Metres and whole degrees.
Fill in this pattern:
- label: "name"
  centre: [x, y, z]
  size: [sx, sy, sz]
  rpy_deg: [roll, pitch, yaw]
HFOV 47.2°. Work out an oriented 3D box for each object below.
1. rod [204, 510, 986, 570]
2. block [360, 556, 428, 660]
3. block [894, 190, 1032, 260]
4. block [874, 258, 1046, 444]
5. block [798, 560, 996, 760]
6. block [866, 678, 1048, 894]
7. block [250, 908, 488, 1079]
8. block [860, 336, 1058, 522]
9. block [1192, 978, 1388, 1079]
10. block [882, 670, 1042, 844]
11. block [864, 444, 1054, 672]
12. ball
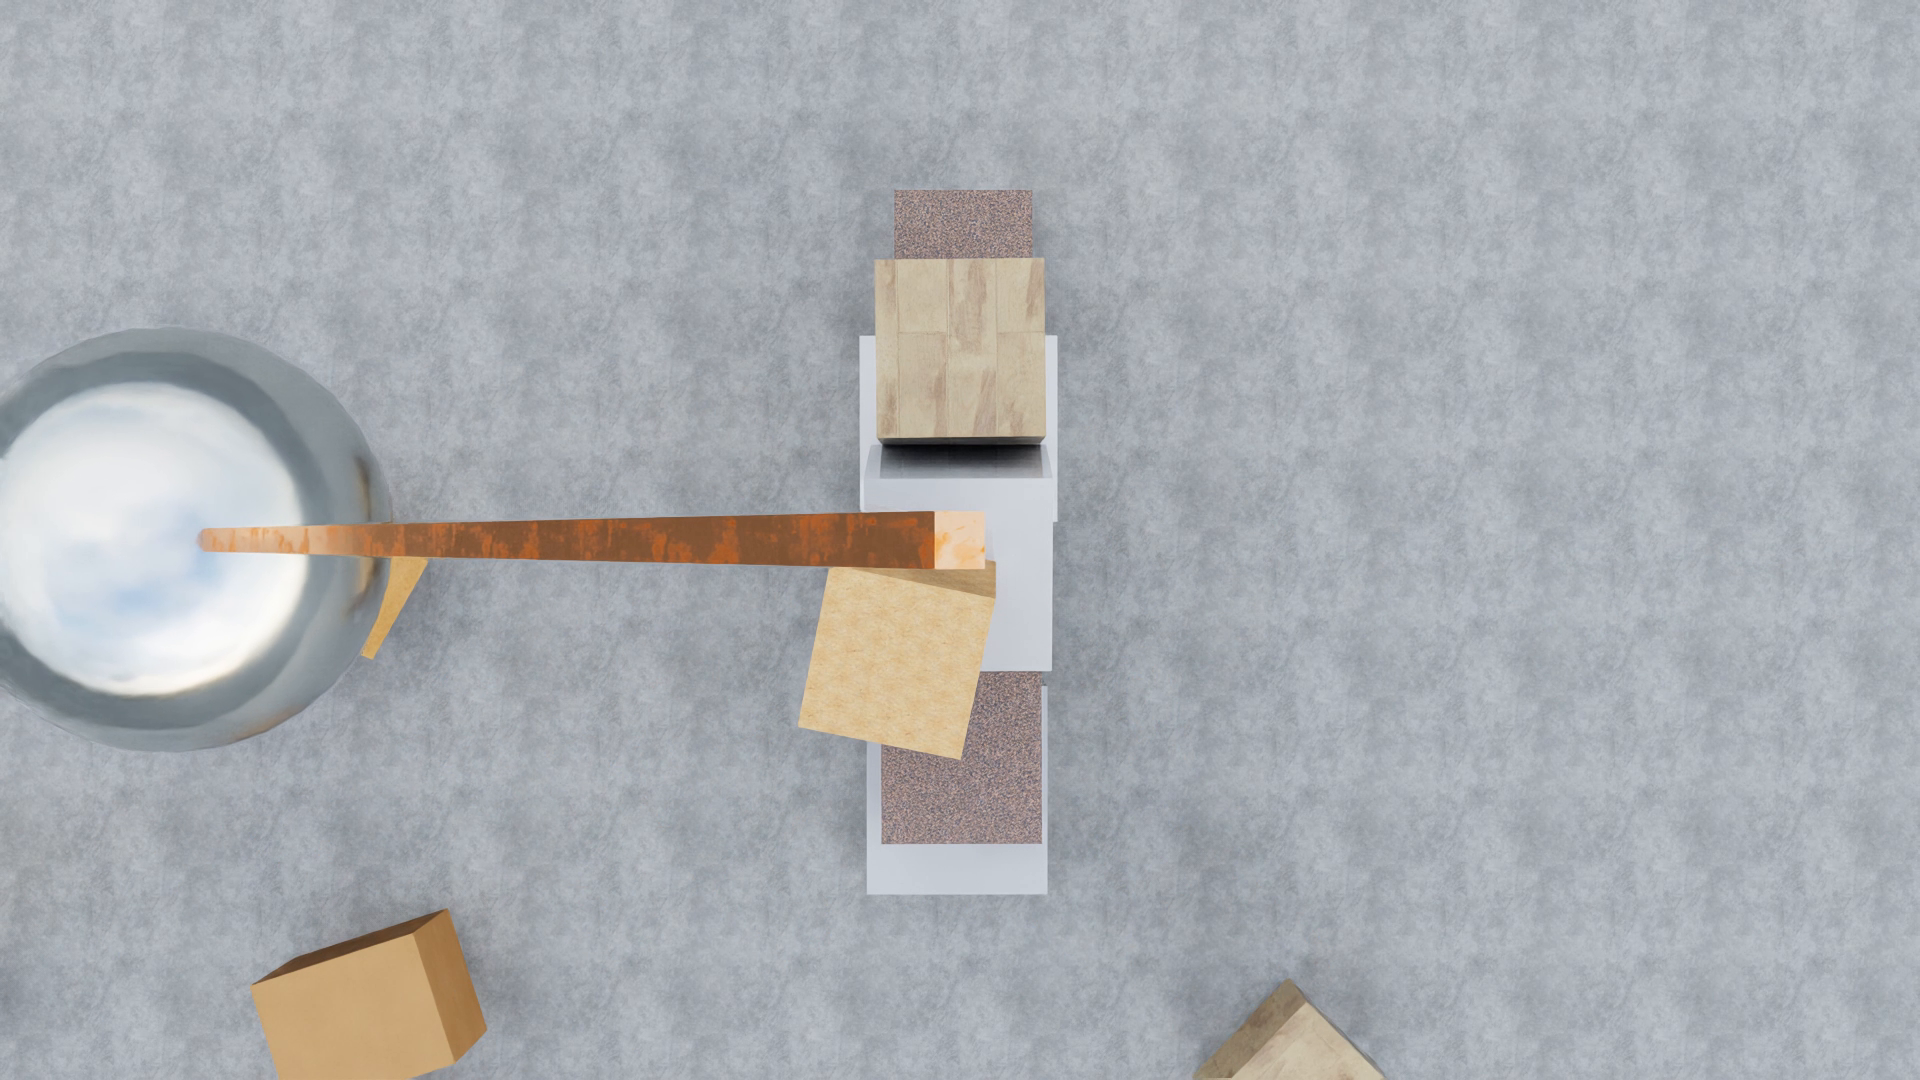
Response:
- label: "rod"
  centre: [-1.278, 0.000, 5.292]
  size: [0.080, 5.200, 0.080]
  rpy_deg: [0, 90, -29]
- label: "block"
  centre: [-3.598, 0.165, 12.531]
  size: [0.727, 0.620, 0.645]
  rpy_deg: [30, 90, -39]
- label: "block"
  centre: [0.019, -1.522, 12.553]
  size: [0.760, 0.894, 0.810]
  rpy_deg: [0, 90, 0]
- label: "block"
  centre: [0.003, -0.967, 11.511]
  size: [0.855, 0.876, 0.898]
  rpy_deg: [-1, 90, 0]
- label: "block"
  centre: [-0.298, 0.499, 10.763]
  size: [0.794, 0.739, 0.813]
  rpy_deg: [12, 103, -2]
- label: "block"
  centre: [-0.016, 1.361, 12.483]
  size: [0.983, 1.035, 1.133]
  rpy_deg: [0, 90, 0]
- label: "block"
  centre: [-3.362, 2.682, 12.581]
  size: [0.951, 0.838, 0.760]
  rpy_deg: [-18, 90, 0]
- label: "block"
  centre: [-0.008, -0.605, 12.474]
  size: [1.074, 1.052, 1.011]
  rpy_deg: [0, 90, 0]
- label: "block"
  centre: [1.915, 3.133, 12.662]
  size: [0.724, 0.676, 0.816]
  rpy_deg: [45, 90, 0]
- label: "block"
  centre: [0.007, 1.105, 11.596]
  size: [0.821, 0.738, 0.895]
  rpy_deg: [0, 90, 0]
- label: "block"
  centre: [-0.007, 0.076, 11.518]
  size: [0.945, 0.918, 1.000]
  rpy_deg: [0, 103, 0]
- label: "ball"
  centre: [-2.950, 0.000, 8.253]
  size: [1.600, 1.600, 1.600]
  rpy_deg: [0, 90, 0]
